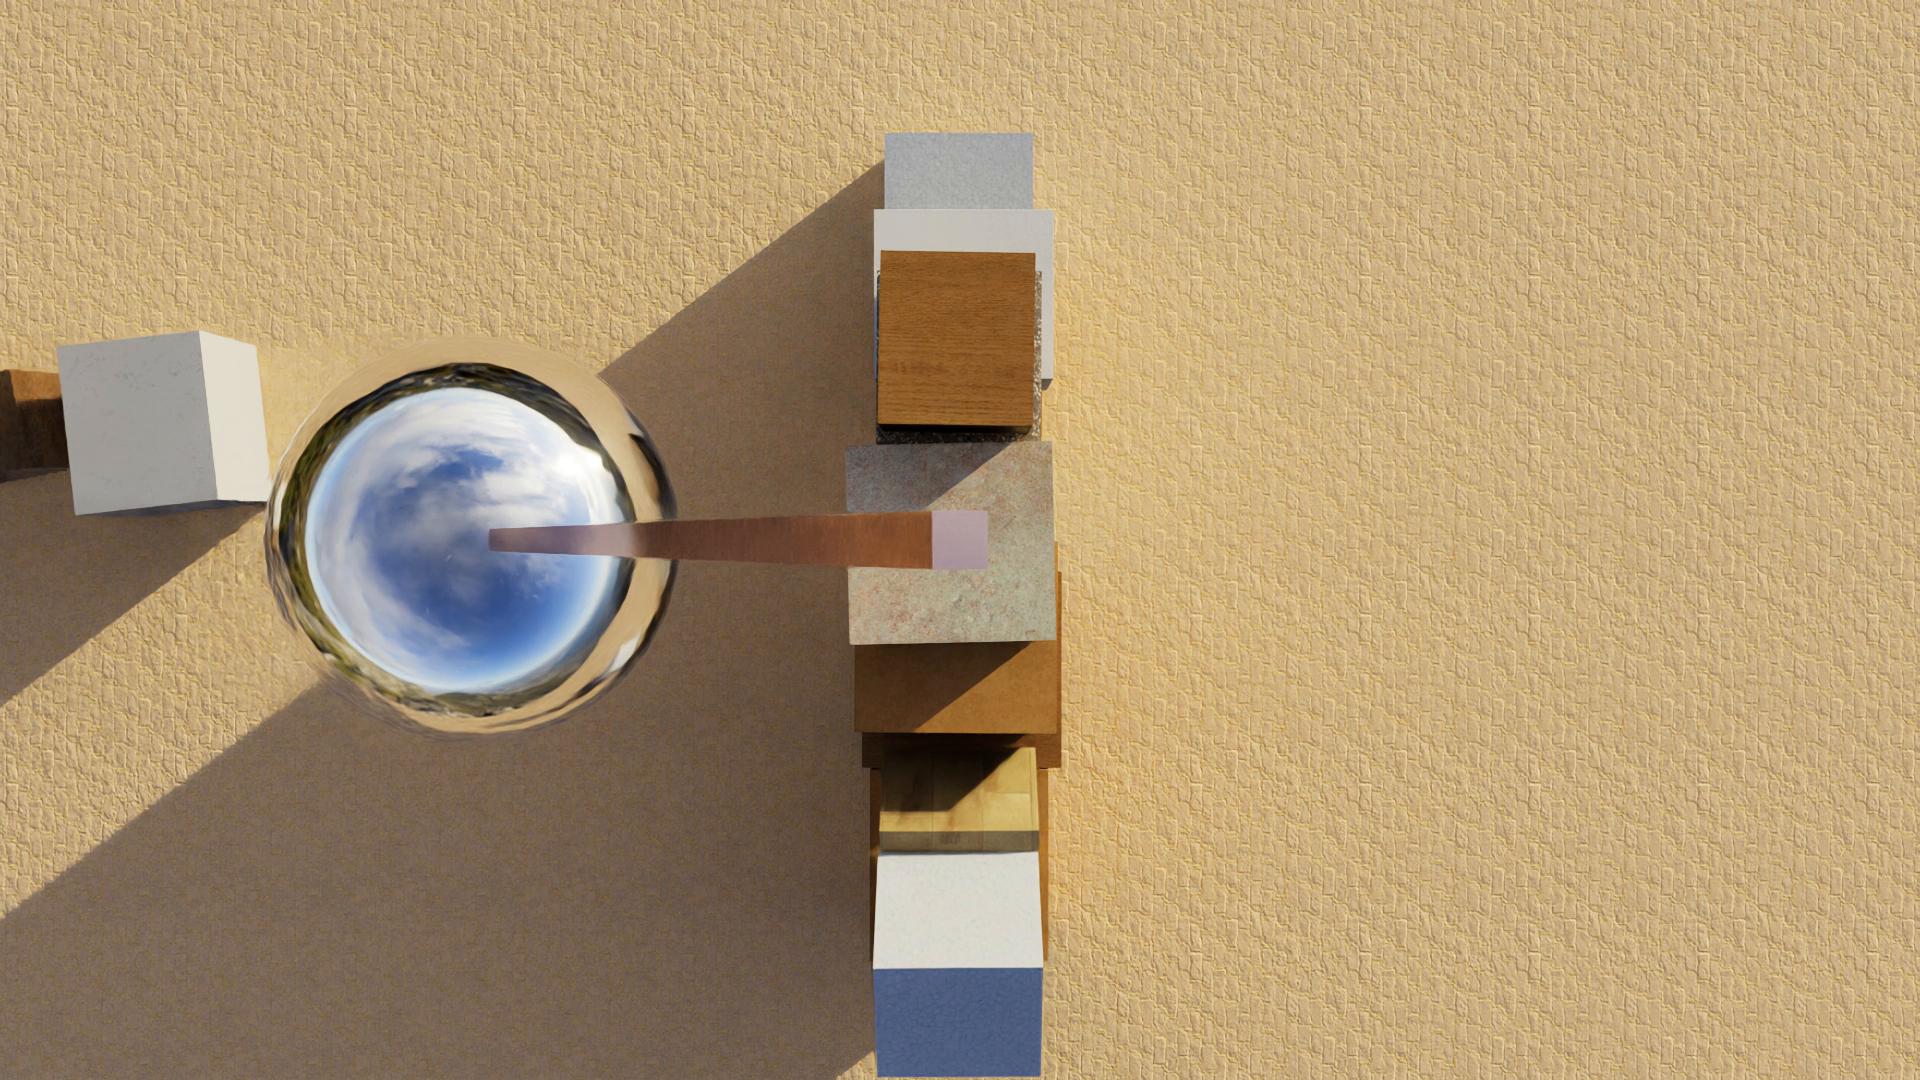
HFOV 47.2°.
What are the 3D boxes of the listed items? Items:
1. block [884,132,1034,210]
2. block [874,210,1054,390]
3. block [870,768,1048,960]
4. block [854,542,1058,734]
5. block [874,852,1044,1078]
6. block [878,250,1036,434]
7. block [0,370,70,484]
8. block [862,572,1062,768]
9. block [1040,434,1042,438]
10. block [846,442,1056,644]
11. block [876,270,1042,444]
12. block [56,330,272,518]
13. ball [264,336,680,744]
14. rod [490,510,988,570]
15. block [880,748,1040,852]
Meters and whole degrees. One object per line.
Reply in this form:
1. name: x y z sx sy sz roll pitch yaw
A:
1. block: -0.006 -1.903 12.649 0.832 0.702 0.749 0 90 0
2. block: 0.019 -1.260 11.710 0.919 0.893 0.866 0 90 0
3. block: -0.004 1.760 12.449 0.965 1.102 1.032 0 90 0
4. block: -0.019 0.480 11.428 1.006 1.009 0.956 0 90 0
5. block: -0.007 2.099 10.912 0.802 0.805 0.748 0 124 0
6. block: -0.015 -0.892 10.062 0.686 0.706 0.765 1 90 0
7. block: -5.525 -0.645 12.690 0.545 0.539 0.562 -10 90 9
8. block: 0.010 0.705 12.466 1.082 1.068 1.062 0 90 0
9. block: 0.007 -1.046 12.578 0.895 0.843 0.945 0 90 0
10. block: -0.041 0.013 10.425 0.933 0.996 0.899 -1 90 0
11. block: -0.005 -0.865 10.839 0.781 0.848 0.821 0 90 0
12. block: -4.502 -0.641 12.516 0.787 0.969 0.931 -6 90 0
13. ball: -1.908 0.000 8.675 1.600 1.600 1.600 0 90 0
14. rod: -0.827 0.000 5.452 0.080 5.200 0.080 0 90 -19
15. block: -0.003 1.570 11.426 0.796 0.641 0.732 0 124 0
